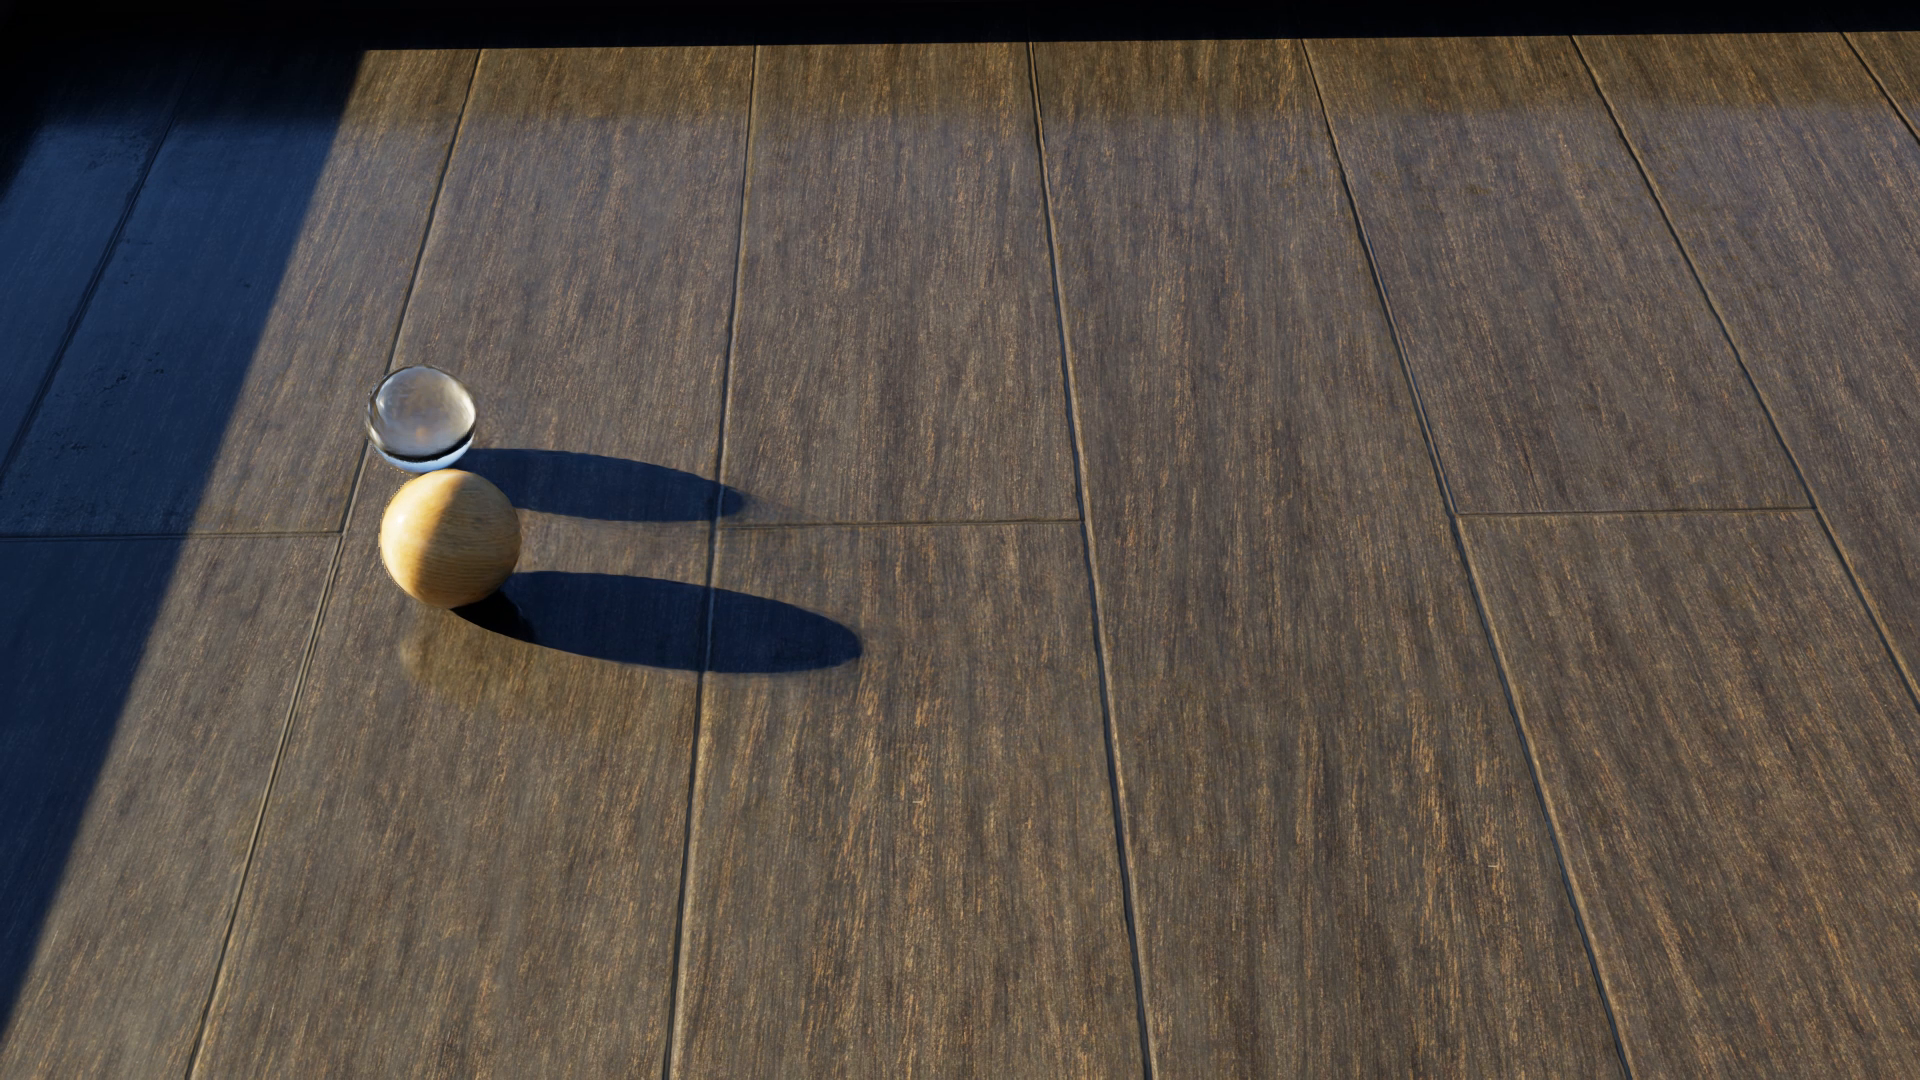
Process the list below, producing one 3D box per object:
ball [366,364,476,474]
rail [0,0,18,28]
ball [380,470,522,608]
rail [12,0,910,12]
[{"bbox_3d":[-0.372,-0.083,1.770,0.075,0.075,0.075,0,36,0],"label":"ball"},{"bbox_3d":[-0.838,-0.001,1.618,0.045,0.117,1.849,-1,36,-1],"label":"rail"},{"bbox_3d":[-0.326,-0.001,1.644,0.089,0.089,0.089,0,36,0],"label":"ball"},{"bbox_3d":[0.836,-0.557,2.387,3.449,0.117,0.045,-1,36,-1],"label":"rail"}]
